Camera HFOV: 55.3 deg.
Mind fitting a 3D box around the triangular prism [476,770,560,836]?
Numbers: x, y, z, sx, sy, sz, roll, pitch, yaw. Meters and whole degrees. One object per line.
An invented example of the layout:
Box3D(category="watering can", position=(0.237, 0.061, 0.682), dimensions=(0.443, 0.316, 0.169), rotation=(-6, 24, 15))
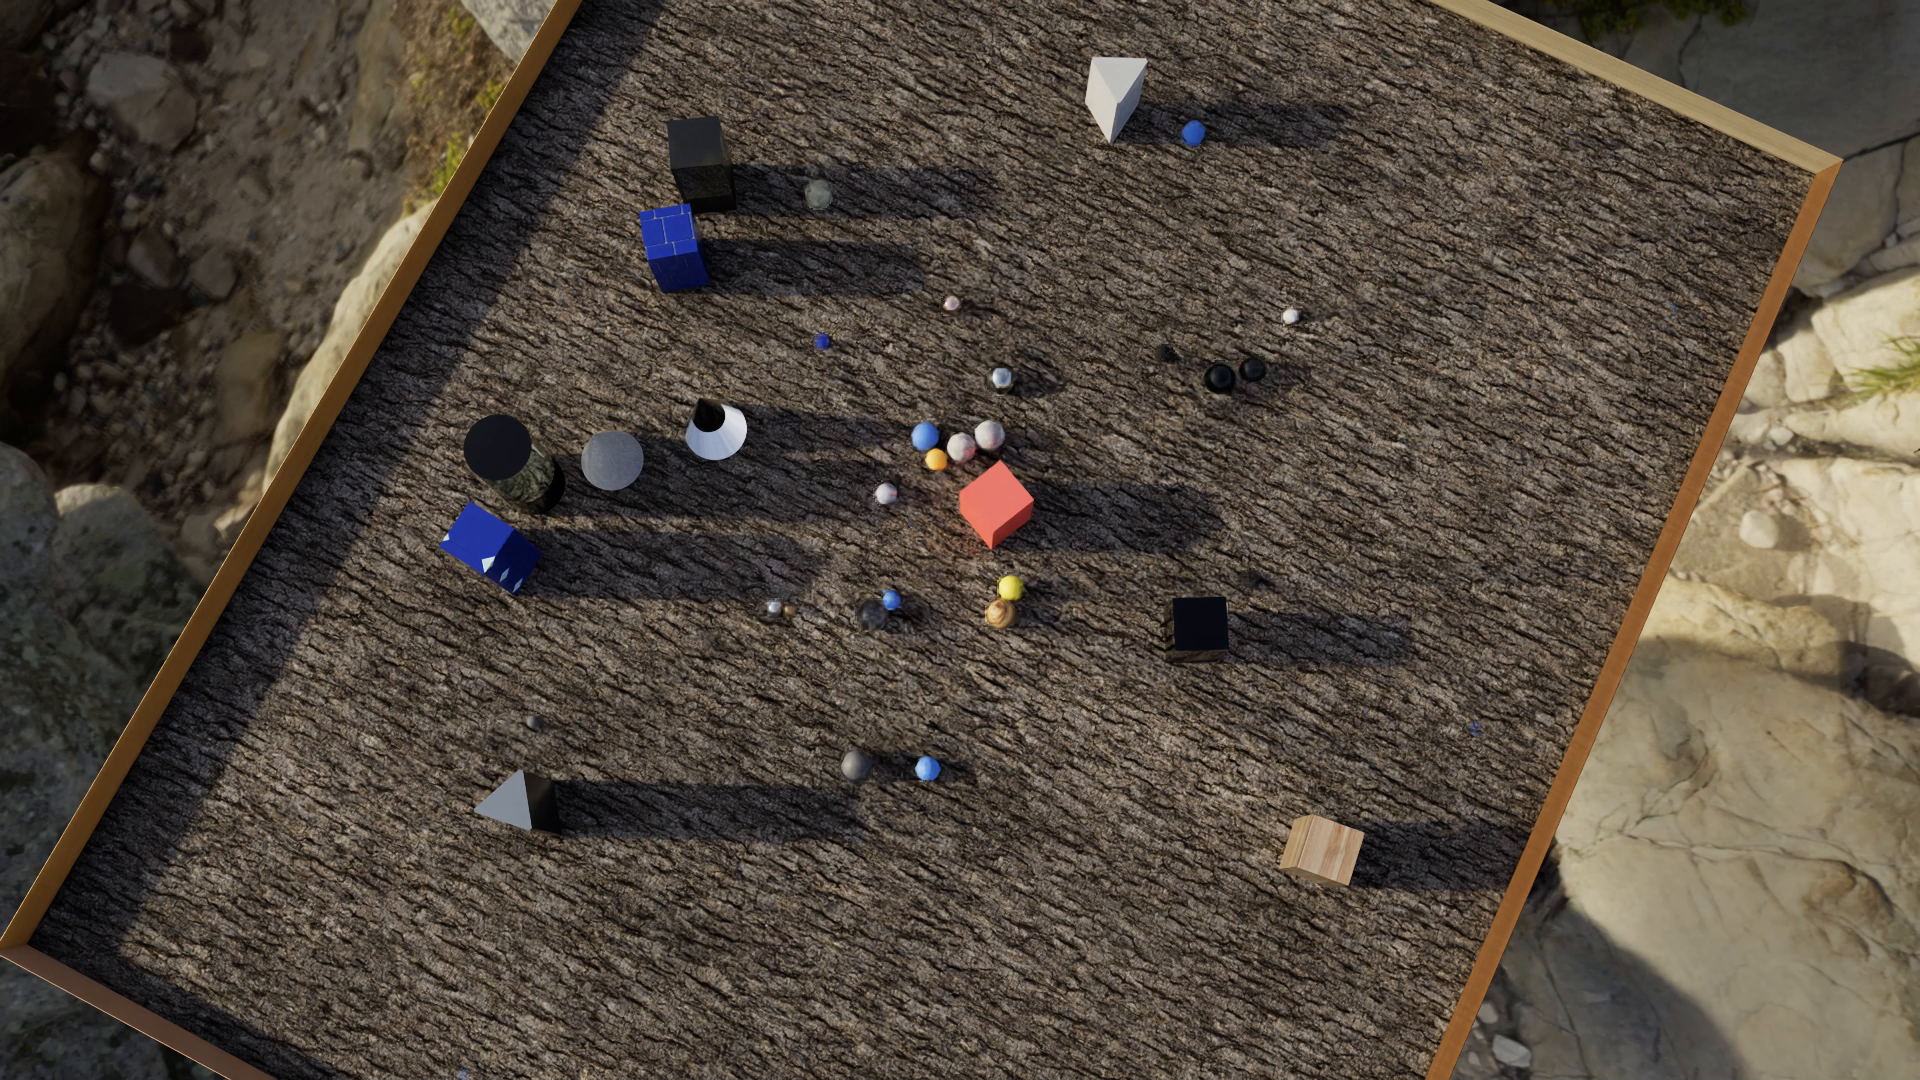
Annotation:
Box3D(category="triangular prism", position=(-1.241, 0.745, 5.263), dimensions=(0.168, 0.390, 0.146), rotation=(18, 79, 4))

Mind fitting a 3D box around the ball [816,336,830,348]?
Box3D(category="ball", position=(-0.430, -0.618, 5.723), dimensions=(0.043, 0.043, 0.043), rotation=(0, 78, 0))

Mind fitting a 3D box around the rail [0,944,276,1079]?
Box3D(category="rail", position=(-1.027, 2.017, 5.134), dimensions=(3.869, 0.126, 0.045), rotation=(26, 80, 5))

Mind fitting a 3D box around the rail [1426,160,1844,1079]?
Box3D(category="rail", position=(1.709, 0.843, 5.377), dimensions=(0.045, 0.126, 4.639), rotation=(26, 80, 5))

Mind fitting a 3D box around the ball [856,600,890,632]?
Box3D(category="ball", position=(-0.262, 0.228, 5.520), dimensions=(0.097, 0.097, 0.097), rotation=(0, 78, 0))

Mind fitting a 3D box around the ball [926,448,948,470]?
Box3D(category="ball", position=(-0.071, -0.247, 5.633), dimensions=(0.068, 0.068, 0.068), rotation=(0, 78, 0))

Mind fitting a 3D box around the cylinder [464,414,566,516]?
Box3D(category="cylinder", position=(-1.314, -0.218, 5.429), dimensions=(0.194, 0.455, 0.194), rotation=(0, 78, 0))

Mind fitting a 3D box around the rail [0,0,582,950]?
Box3D(category="rail", position=(-1.709, -0.830, 5.723), dimensions=(0.045, 0.126, 4.639), rotation=(26, 80, 5))

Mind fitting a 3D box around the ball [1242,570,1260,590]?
Box3D(category="ball", position=(0.882, 0.122, 5.562), dimensions=(0.056, 0.056, 0.056), rotation=(0, 78, 0))

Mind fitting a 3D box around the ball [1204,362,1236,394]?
Box3D(category="ball", position=(0.803, -0.500, 5.670), dimensions=(0.097, 0.097, 0.097), rotation=(0, 78, 0))

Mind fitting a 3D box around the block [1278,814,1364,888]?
Box3D(category="block", position=(1.041, 0.899, 5.288), dimensions=(0.155, 0.279, 0.155), rotation=(19, 79, 4))

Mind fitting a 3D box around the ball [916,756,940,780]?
Box3D(category="ball", position=(-0.095, 0.678, 5.439), dimensions=(0.073, 0.073, 0.073), rotation=(0, 78, 0))

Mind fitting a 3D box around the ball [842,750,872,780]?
Box3D(category="ball", position=(-0.306, 0.668, 5.432), dimensions=(0.090, 0.090, 0.090), rotation=(0, 78, 0))

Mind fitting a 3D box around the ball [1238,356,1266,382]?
Box3D(category="ball", position=(0.906, -0.528, 5.684), dimensions=(0.081, 0.081, 0.081), rotation=(0, 78, 0))

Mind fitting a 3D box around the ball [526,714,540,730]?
Box3D(category="ball", position=(-1.276, 0.545, 5.482), dimensions=(0.042, 0.042, 0.042), rotation=(0, 78, 0))

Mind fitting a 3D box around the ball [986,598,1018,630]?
Box3D(category="ball", position=(0.127, 0.223, 5.523), dimensions=(0.092, 0.092, 0.092), rotation=(0, 78, 0))

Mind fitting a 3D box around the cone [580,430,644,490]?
Box3D(category="cone", position=(-1.075, -0.278, 5.521), dimensions=(0.194, 0.300, 0.194), rotation=(0, 78, 0))

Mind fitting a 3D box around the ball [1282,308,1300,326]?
Box3D(category="ball", position=(1.037, -0.699, 5.734), dimensions=(0.052, 0.052, 0.052), rotation=(0, 78, 0))

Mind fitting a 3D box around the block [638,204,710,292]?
Box3D(category="block", position=(-0.877, -0.897, 5.653), dimensions=(0.155, 0.293, 0.155), rotation=(-11, 79, -2))

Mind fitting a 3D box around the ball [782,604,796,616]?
Box3D(category="ball", position=(-0.516, 0.212, 5.552), dimensions=(0.040, 0.040, 0.040), rotation=(0, 78, 0))

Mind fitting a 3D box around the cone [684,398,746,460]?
Box3D(category="cone", position=(-0.759, -0.379, 5.512), dimensions=(0.194, 0.358, 0.194), rotation=(0, 78, 0))

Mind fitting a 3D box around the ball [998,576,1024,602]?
Box3D(category="ball", position=(0.155, 0.146, 5.546), dimensions=(0.079, 0.079, 0.079), rotation=(0, 78, 0))

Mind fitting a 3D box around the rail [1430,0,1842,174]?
Box3D(category="rail", position=(1.027, -2.004, 5.966), dimensions=(3.869, 0.126, 0.045), rotation=(26, 80, 5))

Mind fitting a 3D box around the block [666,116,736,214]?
Box3D(category="block", position=(-0.796, -1.156, 5.672), dimensions=(0.155, 0.360, 0.155), rotation=(-6, 78, -1))

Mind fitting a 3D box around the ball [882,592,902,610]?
Box3D(category="ball", position=(-0.207, 0.184, 5.549), dimensions=(0.057, 0.057, 0.057), rotation=(0, 78, 0))

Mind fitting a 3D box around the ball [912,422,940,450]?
Box3D(category="ball", position=(-0.106, -0.320, 5.639), dimensions=(0.085, 0.085, 0.085), rotation=(0, 78, 0))

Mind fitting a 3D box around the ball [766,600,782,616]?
Box3D(category="ball", position=(-0.561, 0.204, 5.549), dimensions=(0.050, 0.050, 0.050), rotation=(0, 78, 0))

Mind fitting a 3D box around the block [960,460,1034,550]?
Box3D(category="block", position=(0.108, -0.103, 5.506), dimensions=(0.155, 0.258, 0.155), rotation=(-38, 81, -7))

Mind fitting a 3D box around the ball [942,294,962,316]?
Box3D(category="ball", position=(-0.027, -0.736, 5.736), dimensions=(0.063, 0.063, 0.063), rotation=(0, 78, 0))

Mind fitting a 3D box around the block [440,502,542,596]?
Box3D(category="block", position=(-1.381, 0.031, 5.419), dimensions=(0.155, 0.374, 0.155), rotation=(31, 80, 6))

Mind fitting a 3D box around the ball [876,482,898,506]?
Box3D(category="ball", position=(-0.224, -0.141, 5.611), dimensions=(0.068, 0.068, 0.068), rotation=(0, 78, 0))

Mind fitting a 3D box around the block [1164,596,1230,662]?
Box3D(category="block", position=(0.697, 0.268, 5.430), dimensions=(0.155, 0.256, 0.155), rotation=(-2, 78, 0))

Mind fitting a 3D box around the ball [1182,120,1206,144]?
Box3D(category="ball", position=(0.747, -1.302, 5.849), dimensions=(0.073, 0.073, 0.073), rotation=(0, 78, 0))

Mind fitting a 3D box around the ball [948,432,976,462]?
Box3D(category="ball", position=(0.005, -0.284, 5.630), dimensions=(0.090, 0.090, 0.090), rotation=(0, 78, 0))

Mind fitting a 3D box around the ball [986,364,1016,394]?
Box3D(category="ball", position=(0.128, -0.498, 5.674), dimensions=(0.090, 0.090, 0.090), rotation=(0, 78, 0))

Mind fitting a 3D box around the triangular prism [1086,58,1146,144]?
Box3D(category="triangular prism", position=(0.467, -1.409, 5.756), dimensions=(0.146, 0.299, 0.168), rotation=(31, 80, 6))

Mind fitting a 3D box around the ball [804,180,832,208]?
Box3D(category="ball", position=(-0.450, -1.096, 5.800), dimensions=(0.086, 0.086, 0.086), rotation=(0, 78, 0))

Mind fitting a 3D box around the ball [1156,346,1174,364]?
Box3D(category="ball", position=(0.639, -0.578, 5.708), dimensions=(0.054, 0.054, 0.054), rotation=(0, 78, 0))

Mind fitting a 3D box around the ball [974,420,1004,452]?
Box3D(category="ball", position=(0.090, -0.320, 5.634), dimensions=(0.095, 0.095, 0.095), rotation=(0, 78, 0))
